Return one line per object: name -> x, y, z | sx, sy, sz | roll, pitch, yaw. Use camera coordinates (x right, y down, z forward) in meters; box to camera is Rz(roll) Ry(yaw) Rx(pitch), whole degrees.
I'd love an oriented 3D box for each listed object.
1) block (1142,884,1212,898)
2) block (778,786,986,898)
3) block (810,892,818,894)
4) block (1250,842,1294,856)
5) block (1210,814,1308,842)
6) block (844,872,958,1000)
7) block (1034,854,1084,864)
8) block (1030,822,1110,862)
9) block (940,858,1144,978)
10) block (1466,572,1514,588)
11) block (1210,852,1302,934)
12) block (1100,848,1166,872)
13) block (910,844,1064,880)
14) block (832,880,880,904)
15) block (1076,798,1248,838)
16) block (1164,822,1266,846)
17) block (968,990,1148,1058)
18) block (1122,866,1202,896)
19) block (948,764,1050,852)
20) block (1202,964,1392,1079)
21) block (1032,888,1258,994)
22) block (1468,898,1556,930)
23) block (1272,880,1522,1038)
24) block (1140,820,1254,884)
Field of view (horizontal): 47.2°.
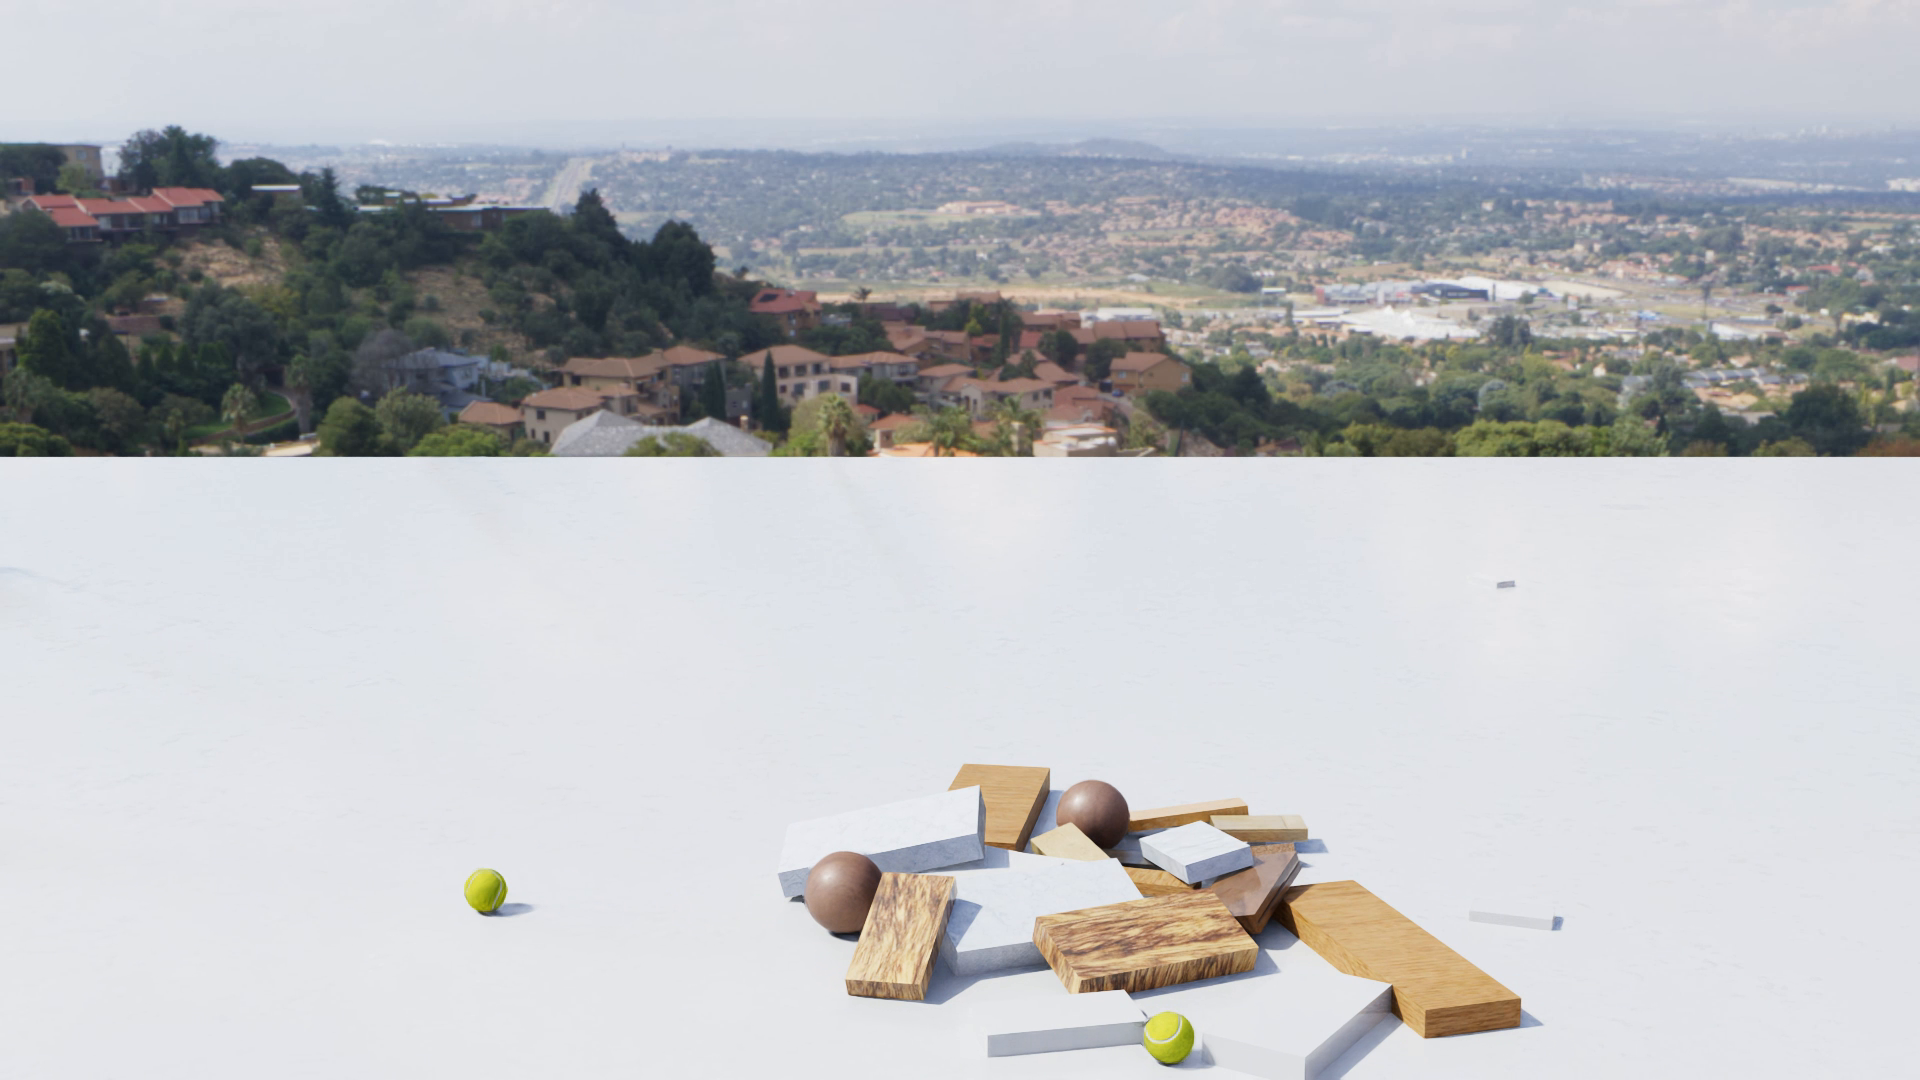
block -> 0.345, 0.585, 3.643 | 0.139, 0.020, 0.069 | 3, 11, 18
block -> -0.128, 0.503, 3.678 | 0.337, 0.048, 0.169 | -12, 20, 7
block -> -0.250, 0.571, 3.728 | 0.059, 0.017, 0.119 | 3, 11, 18
block -> 0.498, 0.542, 3.805 | 0.144, 0.020, 0.072 | -3, -10, -16
block -> 0.530, 0.512, 3.902 | 0.162, 0.023, 0.081 | 0, 11, -1
block -> -0.086, 0.593, 3.306 | 0.115, 0.033, 0.230 | 1, 34, 14
block -> 0.122, 0.566, 3.628 | 0.230, 0.033, 0.115 | 4, 27, 22
block -> 0.194, 0.539, 3.733 | 0.081, 0.023, 0.162 | -21, 28, -19
block -> 0.122, 0.585, 3.424 | 0.338, 0.048, 0.169 | -4, 30, -21
block -> 1.492, 0.113, 6.186 | 0.065, 0.018, 0.130 | -5, 12, -26
block -> 0.458, 0.569, 3.529 | 0.115, 0.033, 0.230 | -11, 13, 28
block -> 0.293, 0.554, 3.776 | 0.139, 0.020, 0.069 | 5, 10, -5
block -> 0.043, 0.549, 3.605 | 0.230, 0.033, 0.115 | 8, 28, 28
block -> -0.157, 0.564, 3.665 | 0.059, 0.017, 0.119 | 13, 26, 25
block -> 0.365, 0.502, 3.976 | 0.303, 0.020, 0.072 | -7, 5, -4
block -> 0.455, 0.530, 3.932 | 0.162, 0.023, 0.081 | 8, 13, 37
block -> 0.137, 0.680, 3.096 | 0.230, 0.033, 0.115 | -2, 11, -13
block -> 0.324, 0.567, 3.633 | 0.139, 0.020, 0.069 | 3, 11, 18
block -> 0.051, 0.500, 4.022 | 0.169, 0.048, 0.465 | 2, 11, 10
block -> 0.476, 0.677, 3.085 | 0.152, 0.043, 0.303 | 7, 12, 32
block -> 0.280, 0.609, 3.319 | 0.303, 0.043, 0.152 | -5, 30, -24
block -> 0.891, 0.603, 3.548 | 0.130, 0.018, 0.065 | 4, 11, 19
block -> 0.648, 0.628, 3.345 | 0.152, 0.043, 0.524 | -3, 11, -16
block -> 0.394, 0.521, 3.680 | 0.115, 0.033, 0.230 | -15, 7, -13
